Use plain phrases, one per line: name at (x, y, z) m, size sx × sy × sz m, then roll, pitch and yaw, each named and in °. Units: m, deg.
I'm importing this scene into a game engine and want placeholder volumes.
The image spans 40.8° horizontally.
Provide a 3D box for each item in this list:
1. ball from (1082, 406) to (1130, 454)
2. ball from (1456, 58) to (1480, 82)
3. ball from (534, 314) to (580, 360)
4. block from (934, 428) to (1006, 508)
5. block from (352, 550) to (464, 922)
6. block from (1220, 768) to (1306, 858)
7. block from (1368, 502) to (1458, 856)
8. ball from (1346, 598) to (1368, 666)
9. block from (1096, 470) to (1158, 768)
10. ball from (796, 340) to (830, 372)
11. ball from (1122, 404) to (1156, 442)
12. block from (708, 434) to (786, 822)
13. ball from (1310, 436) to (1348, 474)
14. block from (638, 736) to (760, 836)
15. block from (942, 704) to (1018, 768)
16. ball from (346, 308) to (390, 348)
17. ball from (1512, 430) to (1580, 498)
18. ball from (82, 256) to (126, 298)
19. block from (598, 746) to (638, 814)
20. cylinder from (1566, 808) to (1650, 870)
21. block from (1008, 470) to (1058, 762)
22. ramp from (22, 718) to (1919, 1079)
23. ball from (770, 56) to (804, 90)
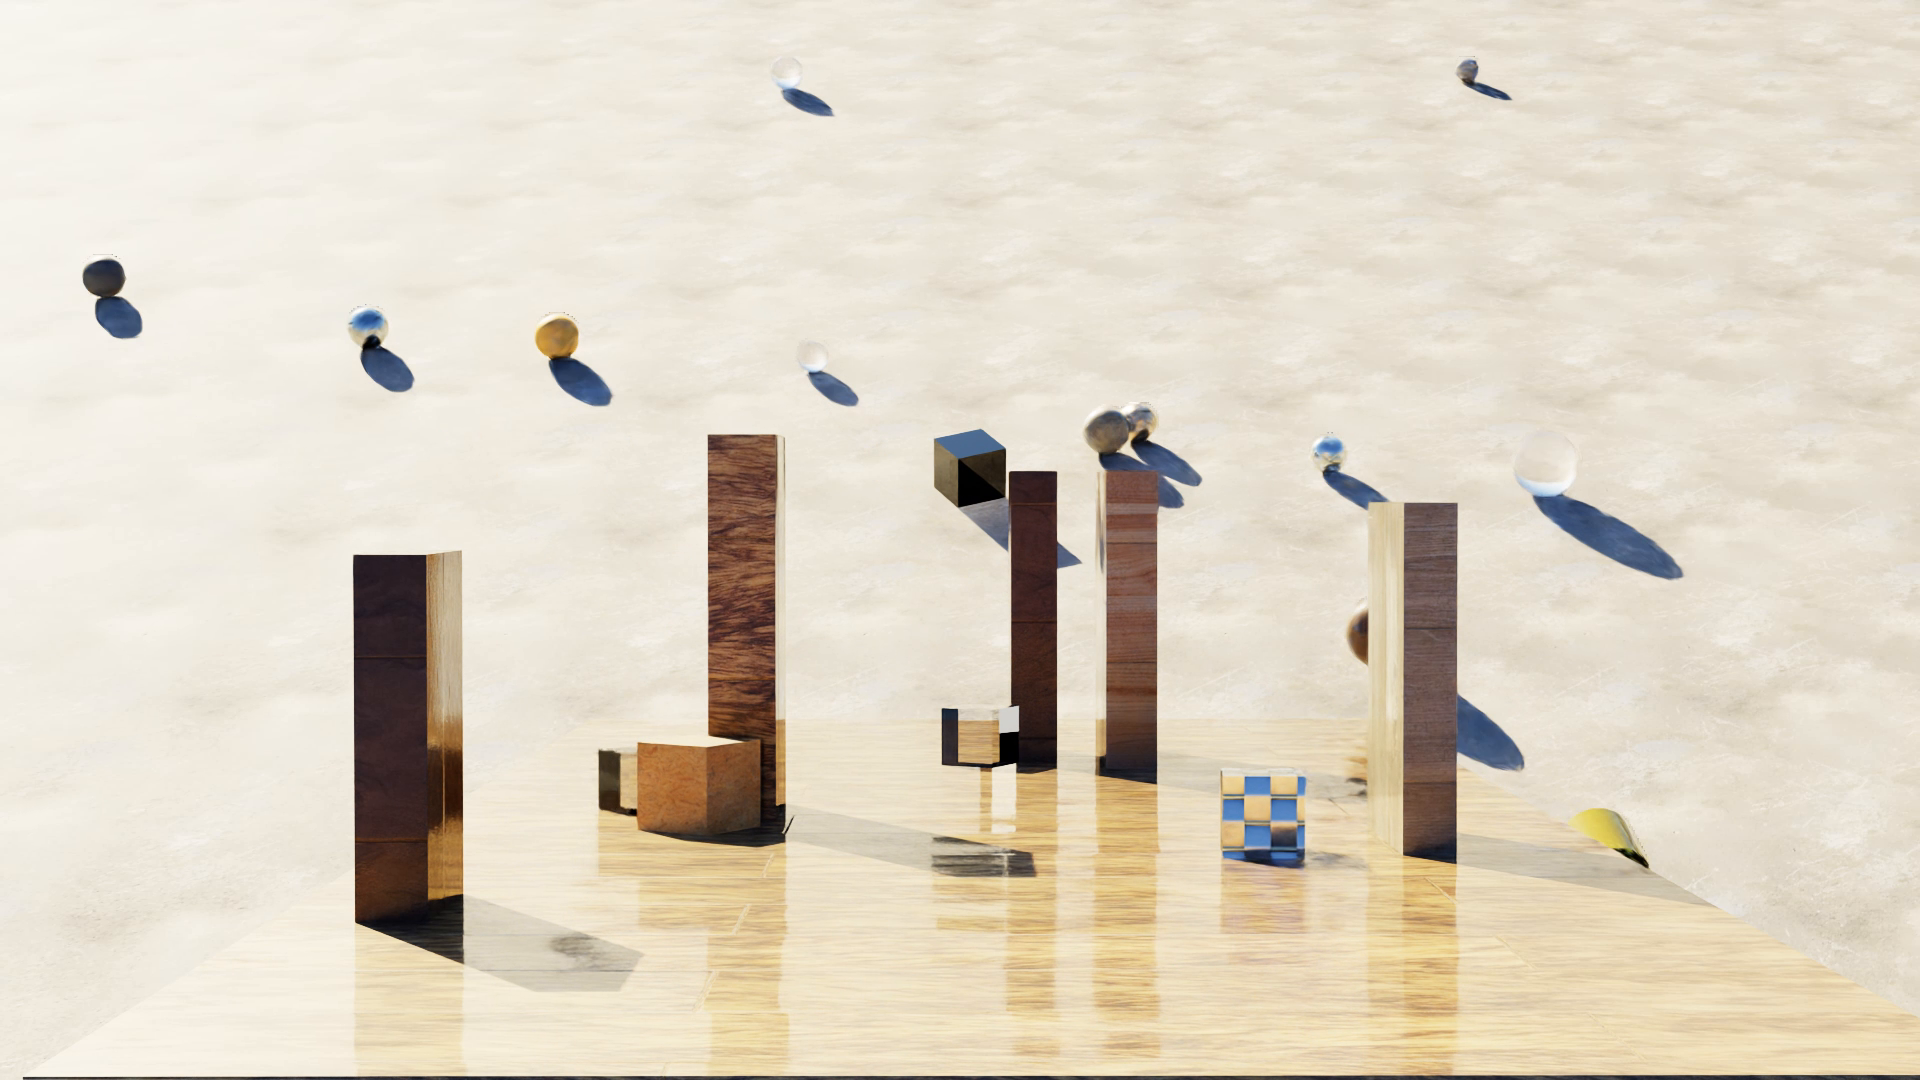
ball at (0.465, -0.348, 8.213) m, size 0.150 × 0.150 × 0.150 m, roll 0°, pitch 27°, yaw 0°
ball at (2.331, -2.162, 11.864) m, size 0.108 × 0.108 × 0.108 m, roll 0°, pitch 27°, yaw 0°
ball at (-1.391, -0.701, 8.910) m, size 0.154 × 0.154 × 0.154 m, roll 0°, pitch 27°, yaw 0°
block at (0.030, -0.222, 7.945) m, size 0.166 × 0.166 × 0.166 m, roll -13°, pitch 29°, yaw -24°
block at (-0.770, 0.266, 3.614) m, size 0.099 × 0.498 × 0.251 m, roll 0°, pitch 1°, yaw 0°
block at (0.488, 0.439, 4.163) m, size 0.130 × 0.130 × 0.130 m, roll 0°, pitch 1°, yaw 4°
block at (0.751, 0.219, 4.301) m, size 0.086 × 0.564 × 0.357 m, roll 0°, pitch 1°, yaw 0°
ball at (1.141, 0.250, 6.971) m, size 0.199 × 0.199 × 0.199 m, roll 0°, pitch 27°, yaw 0°
block at (0.359, 0.163, 5.607) m, size 0.108 × 0.624 × 0.414 m, roll 0°, pitch 1°, yaw 0°
ball at (-0.501, -0.627, 8.811) m, size 0.110 × 0.110 × 0.110 m, roll 0°, pitch 27°, yaw 0°
ball at (0.570, -0.377, 8.299) m, size 0.124 × 0.124 × 0.124 m, roll 0°, pitch 27°, yaw 0°
block at (-0.385, 0.153, 4.678) m, size 0.119 × 0.683 × 0.264 m, roll 0°, pitch 1°, yaw 0°
ball at (1.156, -0.269, 8.090) m, size 0.119 × 0.119 × 0.119 m, roll 0°, pitch 27°, yaw 0°
block at (-0.451, 0.423, 4.466) m, size 0.151 × 0.151 × 0.151 m, roll 1°, pitch 1°, yaw 32°
block at (0.043, 0.417, 5.502) m, size 0.122 × 0.122 × 0.122 m, roll 1°, pitch 1°, yaw 29°
ball at (-2.063, -0.739, 8.996) m, size 0.144 × 0.144 × 0.144 m, roll 0°, pitch 27°, yaw 0°
ball at (1.797, -0.233, 7.922) m, size 0.206 × 0.206 × 0.206 m, roll 0°, pitch 27°, yaw 0°
ball at (-3.128, -0.961, 9.429) m, size 0.152 × 0.152 × 0.152 m, roll 0°, pitch 27°, yaw 0°
block at (-0.586, 0.438, 4.728) m, size 0.110 × 0.110 × 0.110 m, roll -1°, pitch 2°, yaw -41°
cylinder at (1.503, 0.743, 6.024) m, size 0.169 × 0.169 × 0.169 m, roll -1°, pitch 27°, yaw -3°
block at (0.159, 0.162, 5.664) m, size 0.099 × 0.625 × 0.269 m, roll 0°, pitch 1°, yaw 0°
ramp at (0.060, 0.546, 4.582) m, size 2.000 × 0.100 × 4.000 m, roll 0°, pitch 1°, yaw 0°
ball at (-0.789, -2.126, 11.743) m, size 0.154 × 0.154 × 0.154 m, roll 0°, pitch 27°, yaw 0°
